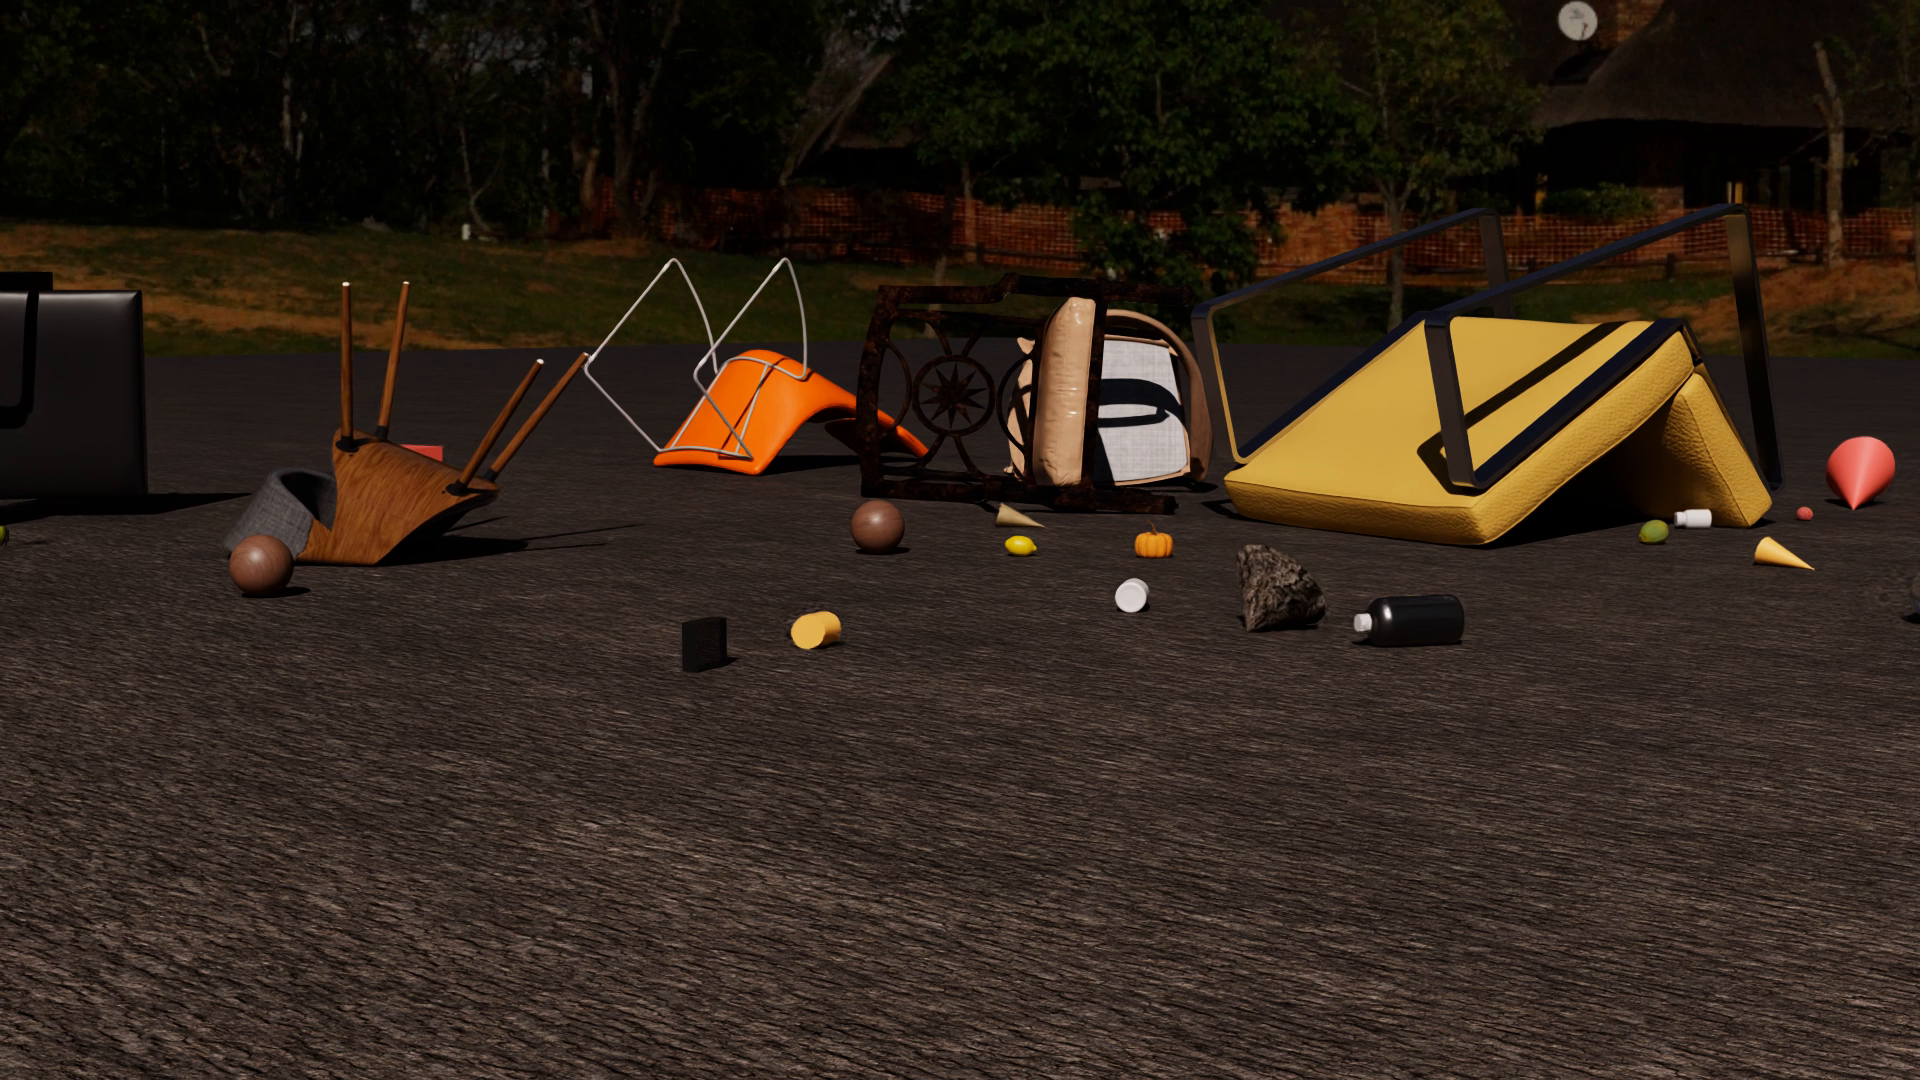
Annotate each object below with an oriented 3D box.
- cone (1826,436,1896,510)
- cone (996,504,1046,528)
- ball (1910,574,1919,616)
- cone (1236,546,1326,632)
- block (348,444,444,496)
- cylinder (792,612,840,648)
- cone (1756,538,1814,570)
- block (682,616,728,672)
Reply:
[{"bbox_3d":[2.559,-0.144,7.322,0.184,0.229,0.217,20,39,12],"label":"cone"},{"bbox_3d":[0.162,-0.051,6.743,0.129,0.066,0.074,15,-21,1],"label":"cone"},{"bbox_3d":[1.855,0.106,4.856,0.109,0.109,0.109,0,6,0],"label":"ball"},{"bbox_3d":[0.565,0.128,4.772,0.194,0.121,0.232,29,-25,21],"label":"cone"},{"bbox_3d":[-1.717,-0.213,7.806,0.169,0.137,0.230,4,7,31],"label":"block"},{"bbox_3d":[-0.256,0.160,4.554,0.074,0.060,0.050,-26,-13,25],"label":"cylinder"},{"bbox_3d":[1.878,0.046,5.812,0.134,0.065,0.067,26,-19,45],"label":"cone"},{"bbox_3d":[-0.429,0.175,4.310,0.032,0.082,0.086,3,7,28],"label":"block"}]
